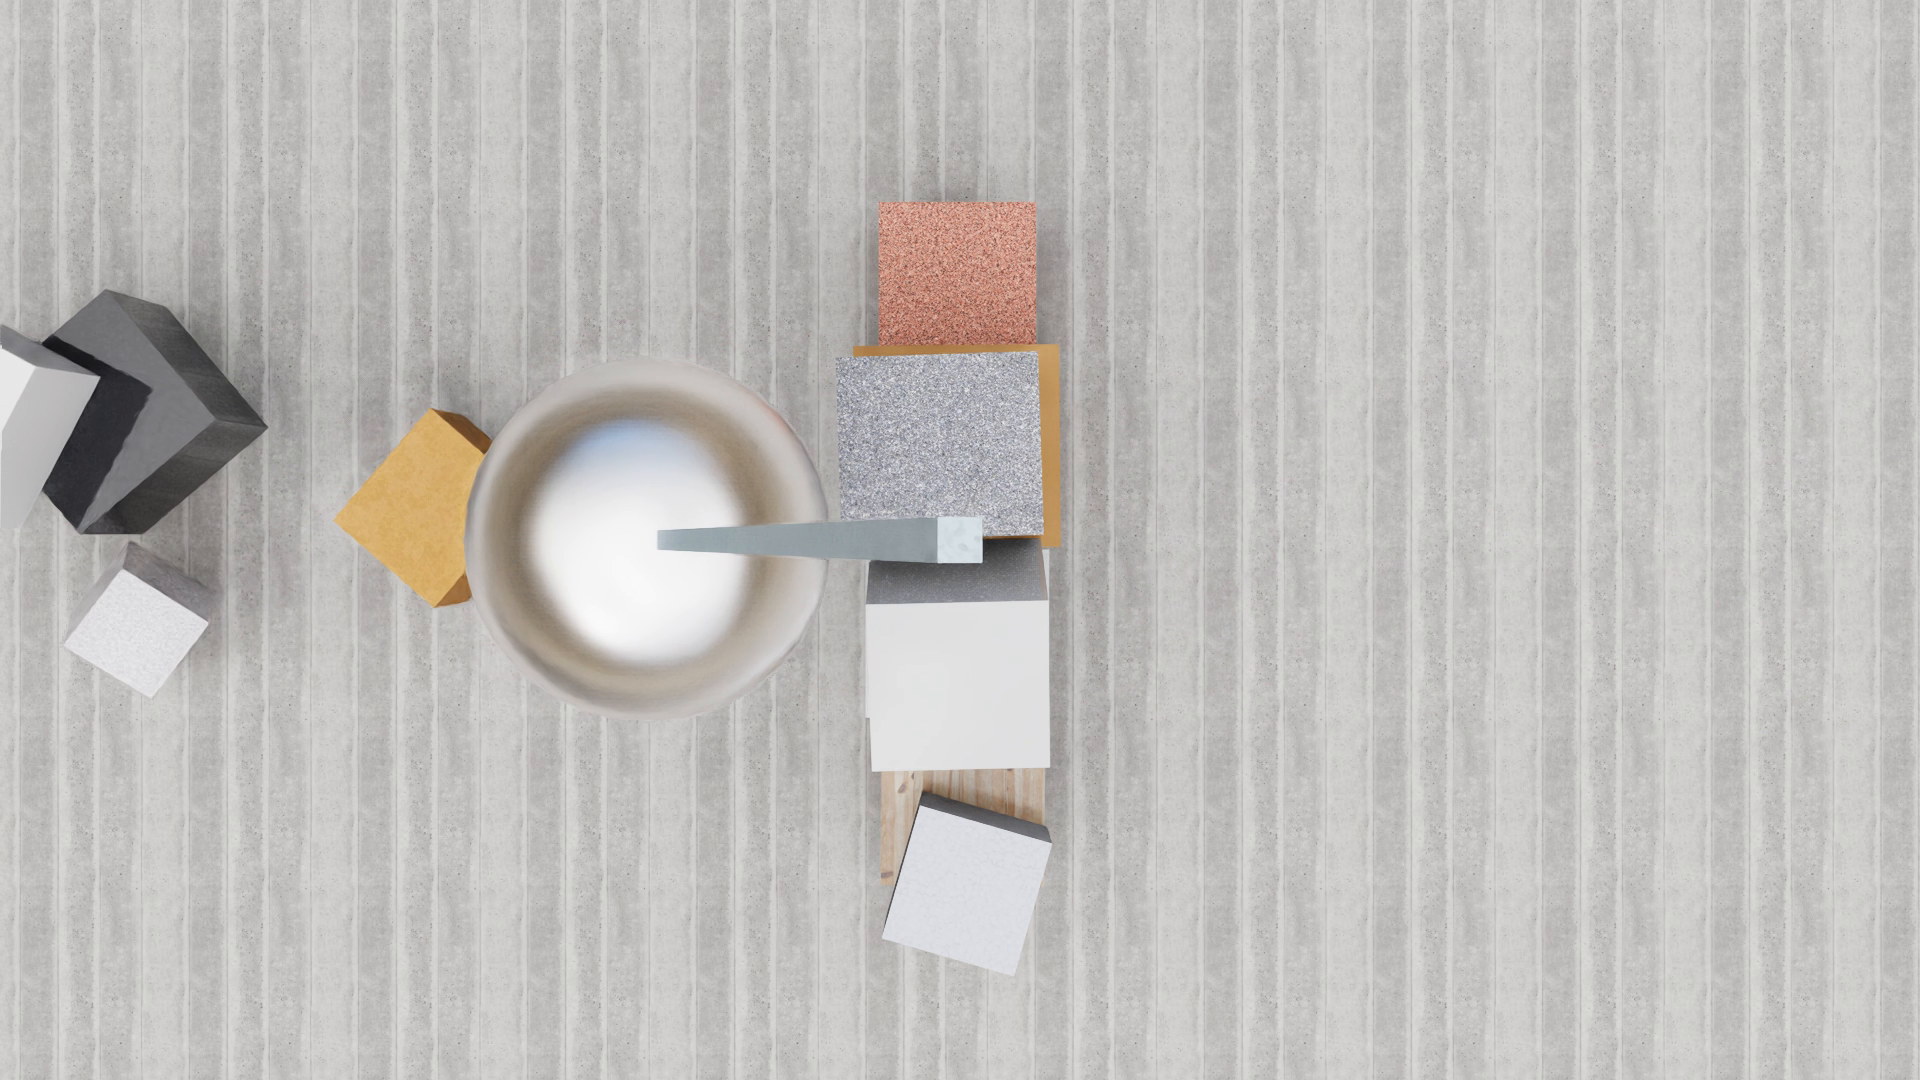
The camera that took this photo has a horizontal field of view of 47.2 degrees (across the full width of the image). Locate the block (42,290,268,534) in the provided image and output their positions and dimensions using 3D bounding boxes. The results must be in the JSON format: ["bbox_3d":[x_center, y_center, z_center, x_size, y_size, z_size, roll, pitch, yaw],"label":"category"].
[{"bbox_3d":[-4.763,-0.705,12.538,0.980,0.923,0.939,-40,90,0],"label":"block"}]

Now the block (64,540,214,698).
[{"bbox_3d":[-4.699,0.447,12.606,0.559,0.592,0.547,37,93,-23],"label":"block"}]

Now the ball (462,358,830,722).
[{"bbox_3d":[-1.368,0.000,9.680,1.600,1.600,1.600,0,90,0],"label":"ball"}]

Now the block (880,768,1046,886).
[{"bbox_3d":[0.017,1.441,12.516,0.895,0.968,0.899,0,90,0],"label":"block"}]

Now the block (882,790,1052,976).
[{"bbox_3d":[0.036,1.812,11.693,0.711,0.679,0.714,16,90,0],"label":"block"}]

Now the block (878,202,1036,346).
[{"bbox_3d":[-0.014,-1.470,12.631,0.876,0.738,0.829,0,90,0],"label":"block"}]

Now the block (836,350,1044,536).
[{"bbox_3d":[-0.100,-0.463,11.320,0.999,0.948,0.906,-2,90,0],"label":"block"}]

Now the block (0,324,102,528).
[{"bbox_3d":[-5.354,-0.700,11.672,0.938,0.806,0.935,28,91,1],"label":"block"}]

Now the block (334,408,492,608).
[{"bbox_3d":[-2.921,-0.182,12.569,0.738,0.851,0.821,41,90,-1],"label":"block"}]

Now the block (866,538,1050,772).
[{"bbox_3d":[-0.008,0.585,11.499,0.909,0.917,0.914,-1,110,0],"label":"block"}]

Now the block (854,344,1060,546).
[{"bbox_3d":[-0.016,-0.502,12.397,1.104,1.206,1.086,0,90,0],"label":"block"}]

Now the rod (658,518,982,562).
[{"bbox_3d":[-0.593,0.000,6.369,0.080,5.200,0.080,0,90,-13],"label":"rod"}]

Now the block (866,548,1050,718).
[{"bbox_3d":[-0.015,0.513,12.543,1.010,0.914,0.924,0,90,0],"label":"block"}]
